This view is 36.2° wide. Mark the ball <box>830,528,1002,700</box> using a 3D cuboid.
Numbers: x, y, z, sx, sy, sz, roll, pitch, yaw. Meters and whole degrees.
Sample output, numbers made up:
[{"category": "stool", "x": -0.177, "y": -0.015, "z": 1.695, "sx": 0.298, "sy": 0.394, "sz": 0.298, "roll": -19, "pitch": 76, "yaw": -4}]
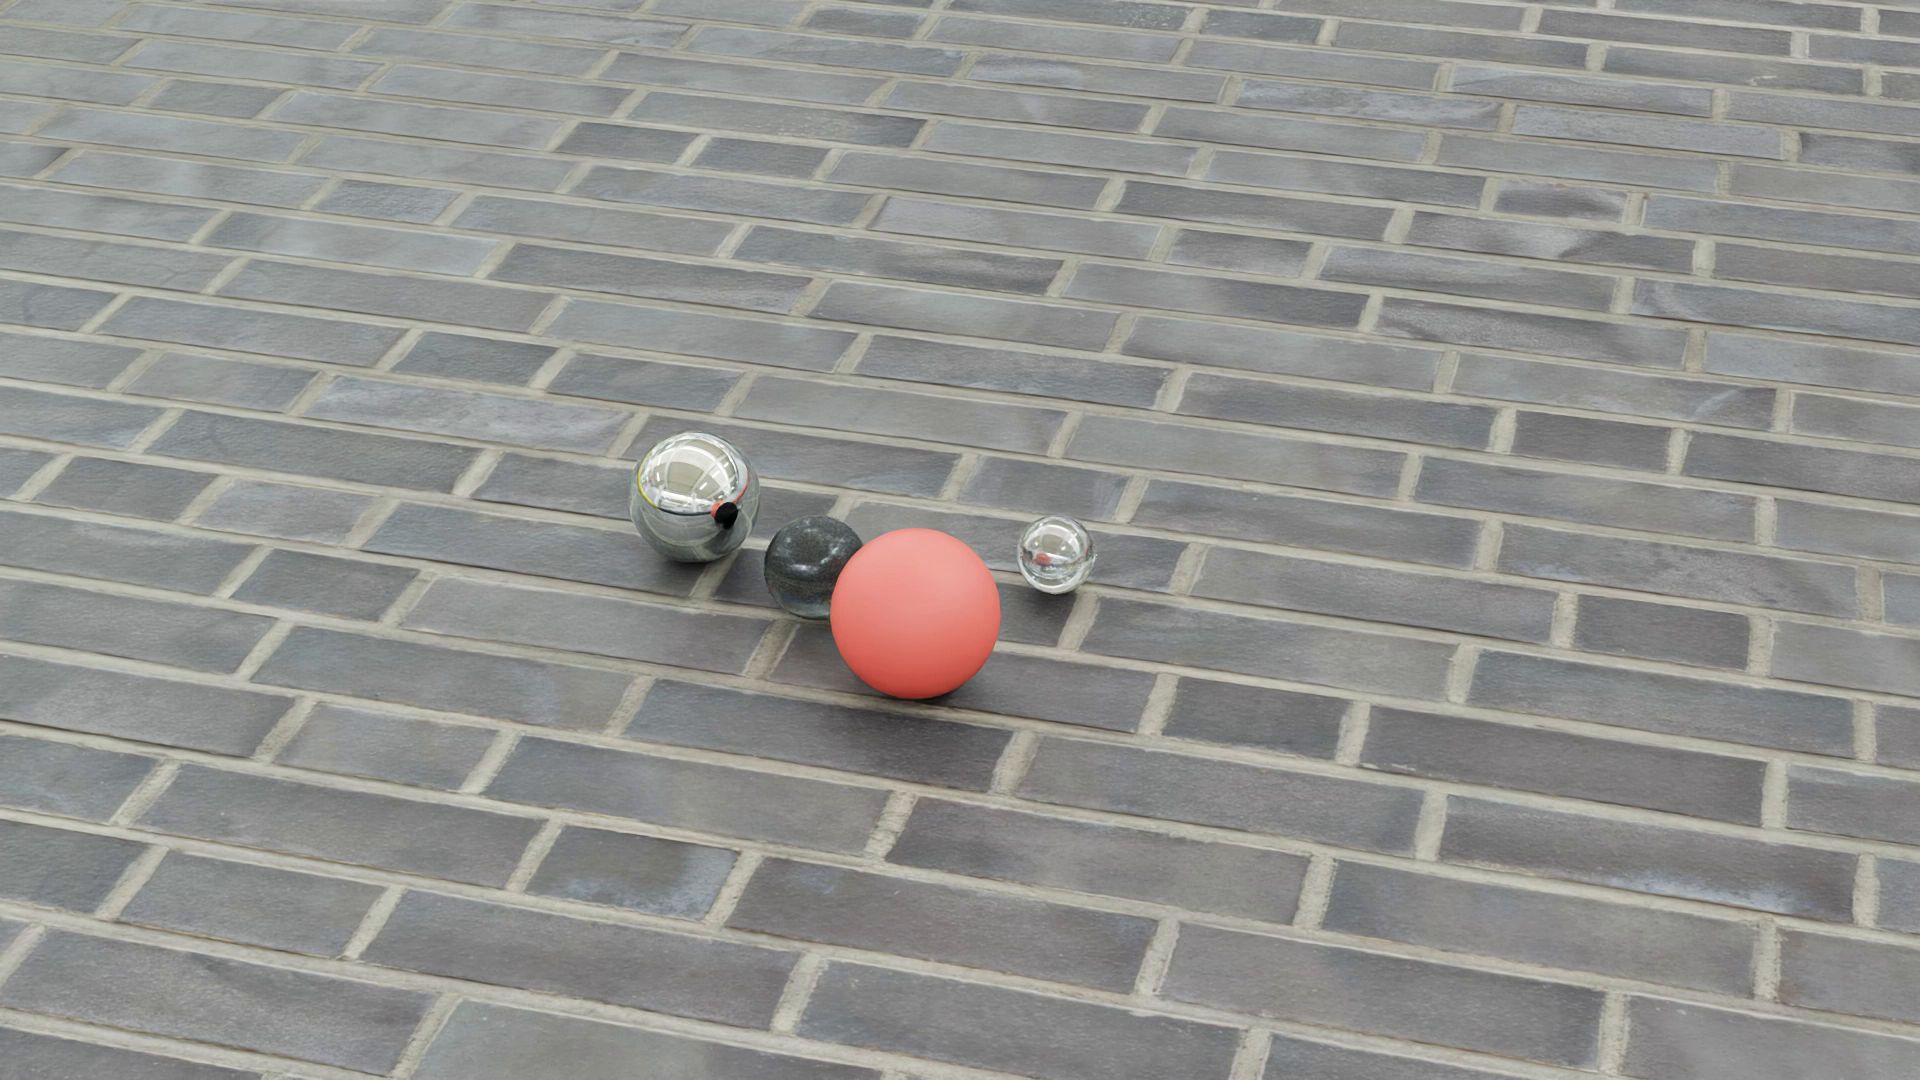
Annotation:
[{"category": "ball", "x": -0.022, "y": 0.037, "z": 1.491, "sx": 0.087, "sy": 0.087, "sz": 0.087, "roll": 0, "pitch": 31, "yaw": 0}]

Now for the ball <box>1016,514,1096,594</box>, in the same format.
[{"category": "ball", "x": 0.052, "y": 0.008, "z": 1.583, "sx": 0.043, "sy": 0.043, "sz": 0.043, "roll": 0, "pitch": 31, "yaw": 0}]

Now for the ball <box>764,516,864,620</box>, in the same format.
[{"category": "ball", "x": -0.076, "y": 0.015, "z": 1.558, "sx": 0.056, "sy": 0.056, "sz": 0.056, "roll": 0, "pitch": 31, "yaw": 0}]

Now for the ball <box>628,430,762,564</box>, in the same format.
[{"category": "ball", "x": -0.145, "y": -0.024, "z": 1.605, "sx": 0.073, "sy": 0.073, "sz": 0.073, "roll": 0, "pitch": 31, "yaw": 0}]
